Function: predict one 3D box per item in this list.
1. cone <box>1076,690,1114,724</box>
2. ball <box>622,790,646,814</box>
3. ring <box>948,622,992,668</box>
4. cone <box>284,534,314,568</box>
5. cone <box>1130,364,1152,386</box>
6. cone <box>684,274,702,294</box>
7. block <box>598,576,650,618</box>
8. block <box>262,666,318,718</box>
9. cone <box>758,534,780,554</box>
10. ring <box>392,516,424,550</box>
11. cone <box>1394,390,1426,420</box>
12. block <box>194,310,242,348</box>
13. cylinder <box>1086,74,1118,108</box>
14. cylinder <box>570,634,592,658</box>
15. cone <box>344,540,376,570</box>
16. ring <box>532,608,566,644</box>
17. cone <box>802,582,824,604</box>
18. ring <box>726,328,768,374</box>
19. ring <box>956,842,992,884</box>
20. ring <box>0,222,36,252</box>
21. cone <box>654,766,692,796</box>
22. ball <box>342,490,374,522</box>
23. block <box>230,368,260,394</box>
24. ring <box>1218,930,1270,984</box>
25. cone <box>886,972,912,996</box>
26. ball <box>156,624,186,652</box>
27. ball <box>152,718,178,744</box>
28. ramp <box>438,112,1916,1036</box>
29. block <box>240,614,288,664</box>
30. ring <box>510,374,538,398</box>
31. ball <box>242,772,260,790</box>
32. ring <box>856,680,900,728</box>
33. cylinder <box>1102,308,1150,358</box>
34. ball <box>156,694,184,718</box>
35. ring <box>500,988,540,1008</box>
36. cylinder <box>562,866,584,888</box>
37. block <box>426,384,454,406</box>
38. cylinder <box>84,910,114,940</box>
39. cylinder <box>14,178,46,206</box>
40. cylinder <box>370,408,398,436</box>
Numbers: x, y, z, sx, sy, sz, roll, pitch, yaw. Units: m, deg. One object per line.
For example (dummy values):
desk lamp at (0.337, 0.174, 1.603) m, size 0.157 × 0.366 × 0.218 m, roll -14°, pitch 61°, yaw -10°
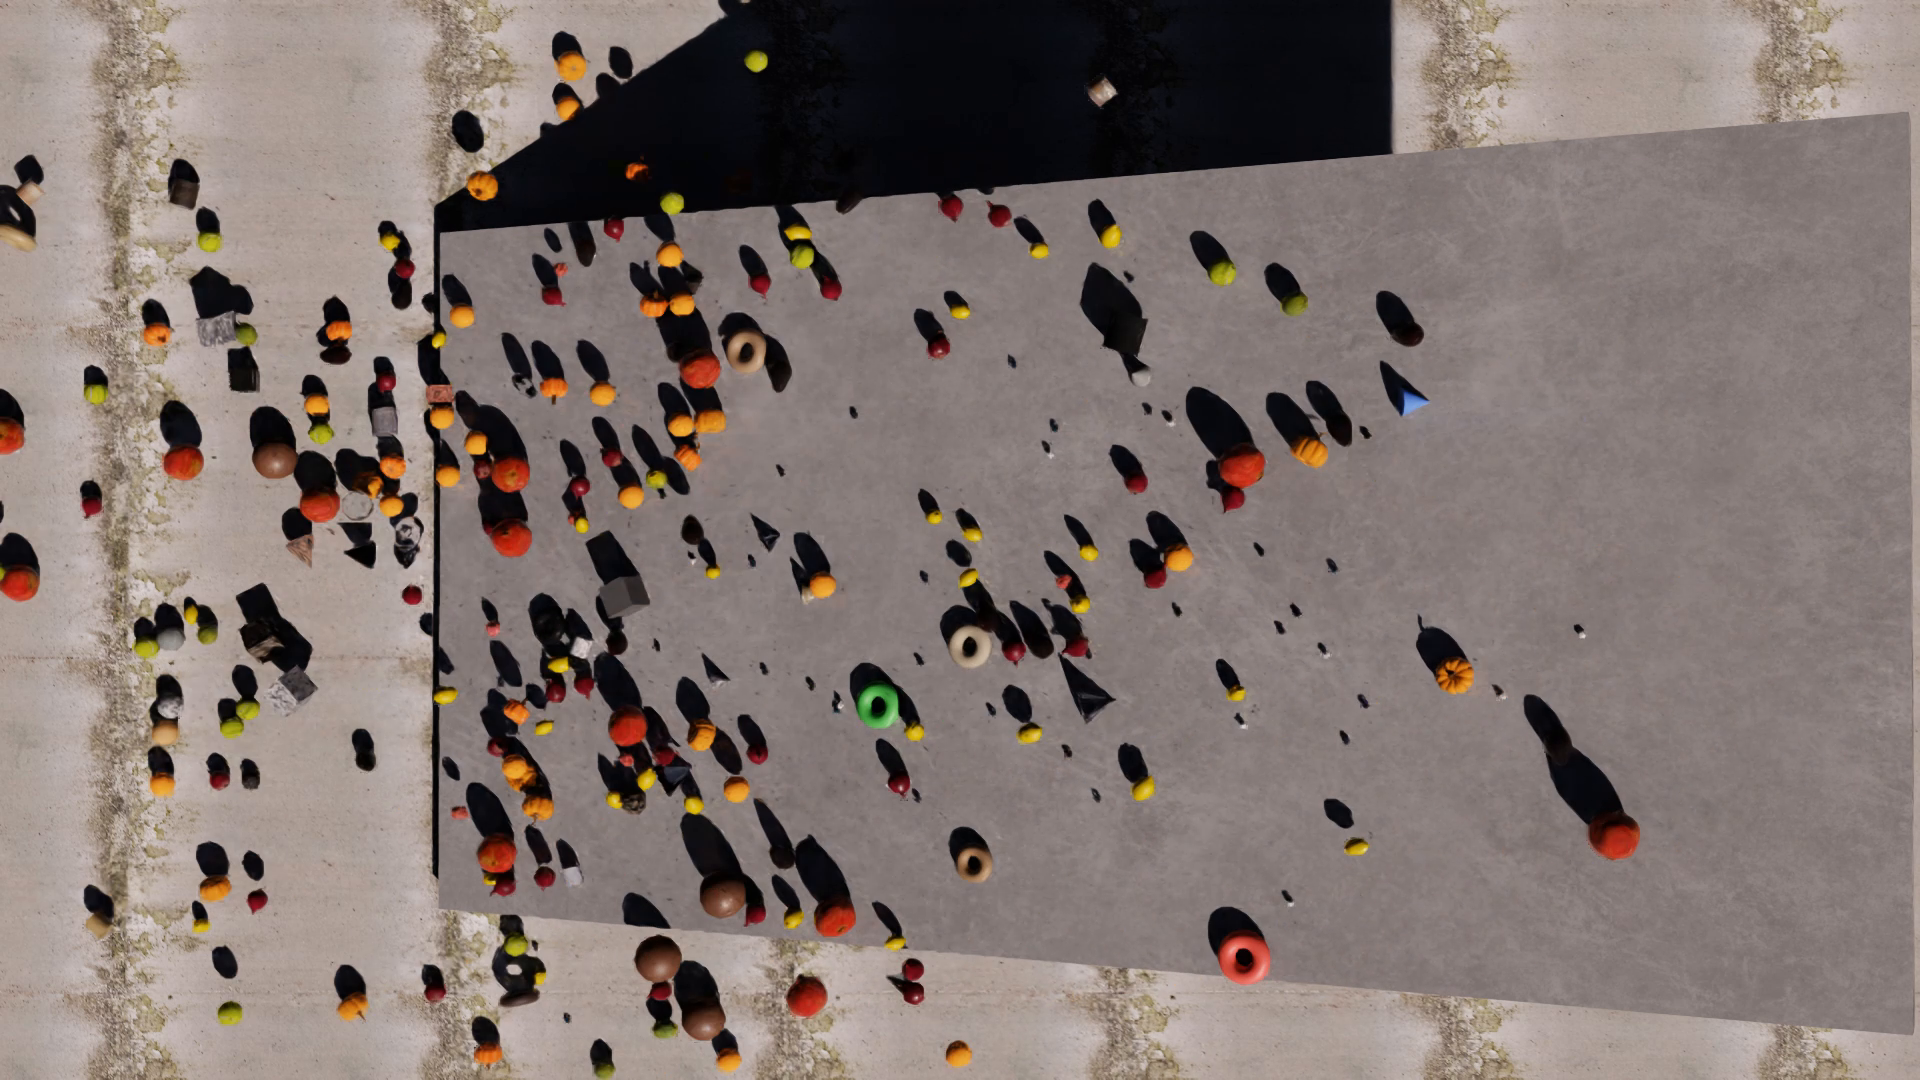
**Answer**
cone at (0.349, 0.414, 5.564) m, size 0.089 × 0.089 × 0.089 m, roll -14°, pitch 89°, yaw -2°
ball at (-0.912, 0.734, 6.156) m, size 0.070 × 0.070 × 0.070 m, roll 0°, pitch 89°, yaw 0°
ring at (0.025, 0.274, 5.723) m, size 0.122 × 0.041 × 0.122 m, roll -1°, pitch 88°, yaw 26°
cone at (-1.949, 0.044, 6.546) m, size 0.091 × 0.091 × 0.091 m, roll -26°, pitch 83°, yaw 0°
cone at (0.442, -0.416, 5.517) m, size 0.059 × 0.059 × 0.059 m, roll 0°, pitch 89°, yaw 26°
cone at (-0.740, -0.702, 6.114) m, size 0.054 × 0.054 × 0.054 m, roll 2°, pitch 120°, yaw 0°
block at (-0.941, 0.159, 6.166) m, size 0.089 × 0.089 × 0.089 m, roll -26°, pitch 78°, yaw 23°
block at (-1.968, 0.448, 6.466) m, size 0.094 × 0.094 × 0.094 m, roll 47°, pitch 121°, yaw -1°
cone at (-0.510, -0.001, 5.994) m, size 0.058 × 0.058 × 0.058 m, roll -34°, pitch 89°, yaw -6°
ring at (-1.639, -0.020, 6.532) m, size 0.109 × 0.036 × 0.109 m, roll -14°, pitch 62°, yaw 28°
cone at (1.083, -0.327, 5.220) m, size 0.071 × 0.071 × 0.071 m, roll -16°, pitch 89°, yaw -26°
block at (-2.195, -0.624, 6.500) m, size 0.082 × 0.082 × 0.082 m, roll -3°, pitch 109°, yaw 29°
cylinder at (0.367, -1.165, 5.699) m, size 0.062 × 0.062 × 0.062 m, roll -36°, pitch 89°, yaw 15°
cylinder at (-1.077, 0.301, 6.250) m, size 0.054 × 0.054 × 0.054 m, roll 20°, pitch 99°, yaw 0°
cone at (-1.792, 0.041, 6.535) m, size 0.089 × 0.089 × 0.089 m, roll 7°, pitch 89°, yaw -33°
ring at (-1.181, 0.247, 6.311) m, size 0.109 × 0.036 × 0.109 m, roll -1°, pitch 89°, yaw 27°
cone at (-0.393, 0.139, 5.933) m, size 0.065 × 0.065 × 0.065 m, roll -7°, pitch 89°, yaw -2°
ring at (-0.585, -0.518, 6.027) m, size 0.128 × 0.043 × 0.128 m, roll 0°, pitch 91°, yaw 26°
ring at (0.037, 0.839, 5.714) m, size 0.107 × 0.036 × 0.107 m, roll -1°, pitch 88°, yaw 27°
ring at (-2.805, -0.900, 6.528) m, size 0.130 × 0.130 × 0.043 m, roll 25°, pitch 76°, yaw 0°
cone at (-0.785, 0.651, 6.110) m, size 0.095 × 0.095 × 0.095 m, roll -28°, pitch 89°, yaw -5°
ball at (-1.779, -0.101, 6.492) m, size 0.092 × 0.092 × 0.092 m, roll 0°, pitch 89°, yaw 0°
block at (-2.136, -0.476, 6.570) m, size 0.066 × 0.066 × 0.066 m, roll -3°, pitch 89°, yaw 0°
ring at (0.696, 1.021, 5.386) m, size 0.135 × 0.045 × 0.135 m, roll 0°, pitch 90°, yaw 27°
cone at (-0.175, 1.205, 6.025) m, size 0.067 × 0.067 × 0.067 m, roll 22°, pitch 89°, yaw -11°
ball at (-2.352, 0.292, 6.552) m, size 0.082 × 0.082 × 0.082 m, roll 0°, pitch 89°, yaw 0°
ball at (-2.369, 0.571, 6.553) m, size 0.077 × 0.077 × 0.077 m, roll 0°, pitch 89°, yaw 0°
ramp at (0.281, 0.081, 5.679) m, size 4.000 × 0.100 × 2.000 m, roll 0°, pitch 89°, yaw 26°
block at (-2.064, 0.294, 6.516) m, size 0.089 × 0.089 × 0.089 m, roll -31°, pitch 55°, yaw -3°
ring at (-1.249, -0.443, 6.306) m, size 0.088 × 0.088 × 0.029 m, roll 32°, pitch 58°, yaw 0°
ball at (-2.116, 0.720, 6.564) m, size 0.052 × 0.052 × 0.052 m, roll 0°, pitch 89°, yaw 0°
ring at (-0.216, 0.437, 5.837) m, size 0.128 × 0.043 × 0.128 m, roll -1°, pitch 89°, yaw 25°
cylinder at (0.414, -0.519, 5.510) m, size 0.093 × 0.093 × 0.093 m, roll 21°, pitch 105°, yaw 0°
ball at (-2.354, 0.494, 6.554) m, size 0.076 × 0.076 × 0.076 m, roll 0°, pitch 89°, yaw 0°
ring at (-1.304, 1.357, 6.514) m, size 0.122 × 0.122 × 0.041 m, roll -11°, pitch 86°, yaw 0°
cylinder at (-1.101, 0.958, 6.256) m, size 0.050 × 0.050 × 0.050 m, roll -17°, pitch 81°, yaw 0°
block at (-1.533, -0.427, 6.479) m, size 0.054 × 0.054 × 0.054 m, roll -7°, pitch 86°, yaw 26°
cylinder at (-2.555, 1.143, 6.532) m, size 0.060 × 0.060 × 0.060 m, roll 39°, pitch 90°, yaw 2°
cylinder at (-2.766, -1.035, 6.540) m, size 0.060 × 0.060 × 0.060 m, roll -42°, pitch 90°, yaw -8°
cylinder at (-1.717, -0.352, 6.560) m, size 0.075 × 0.075 × 0.075 m, roll -5°, pitch 86°, yaw 0°
